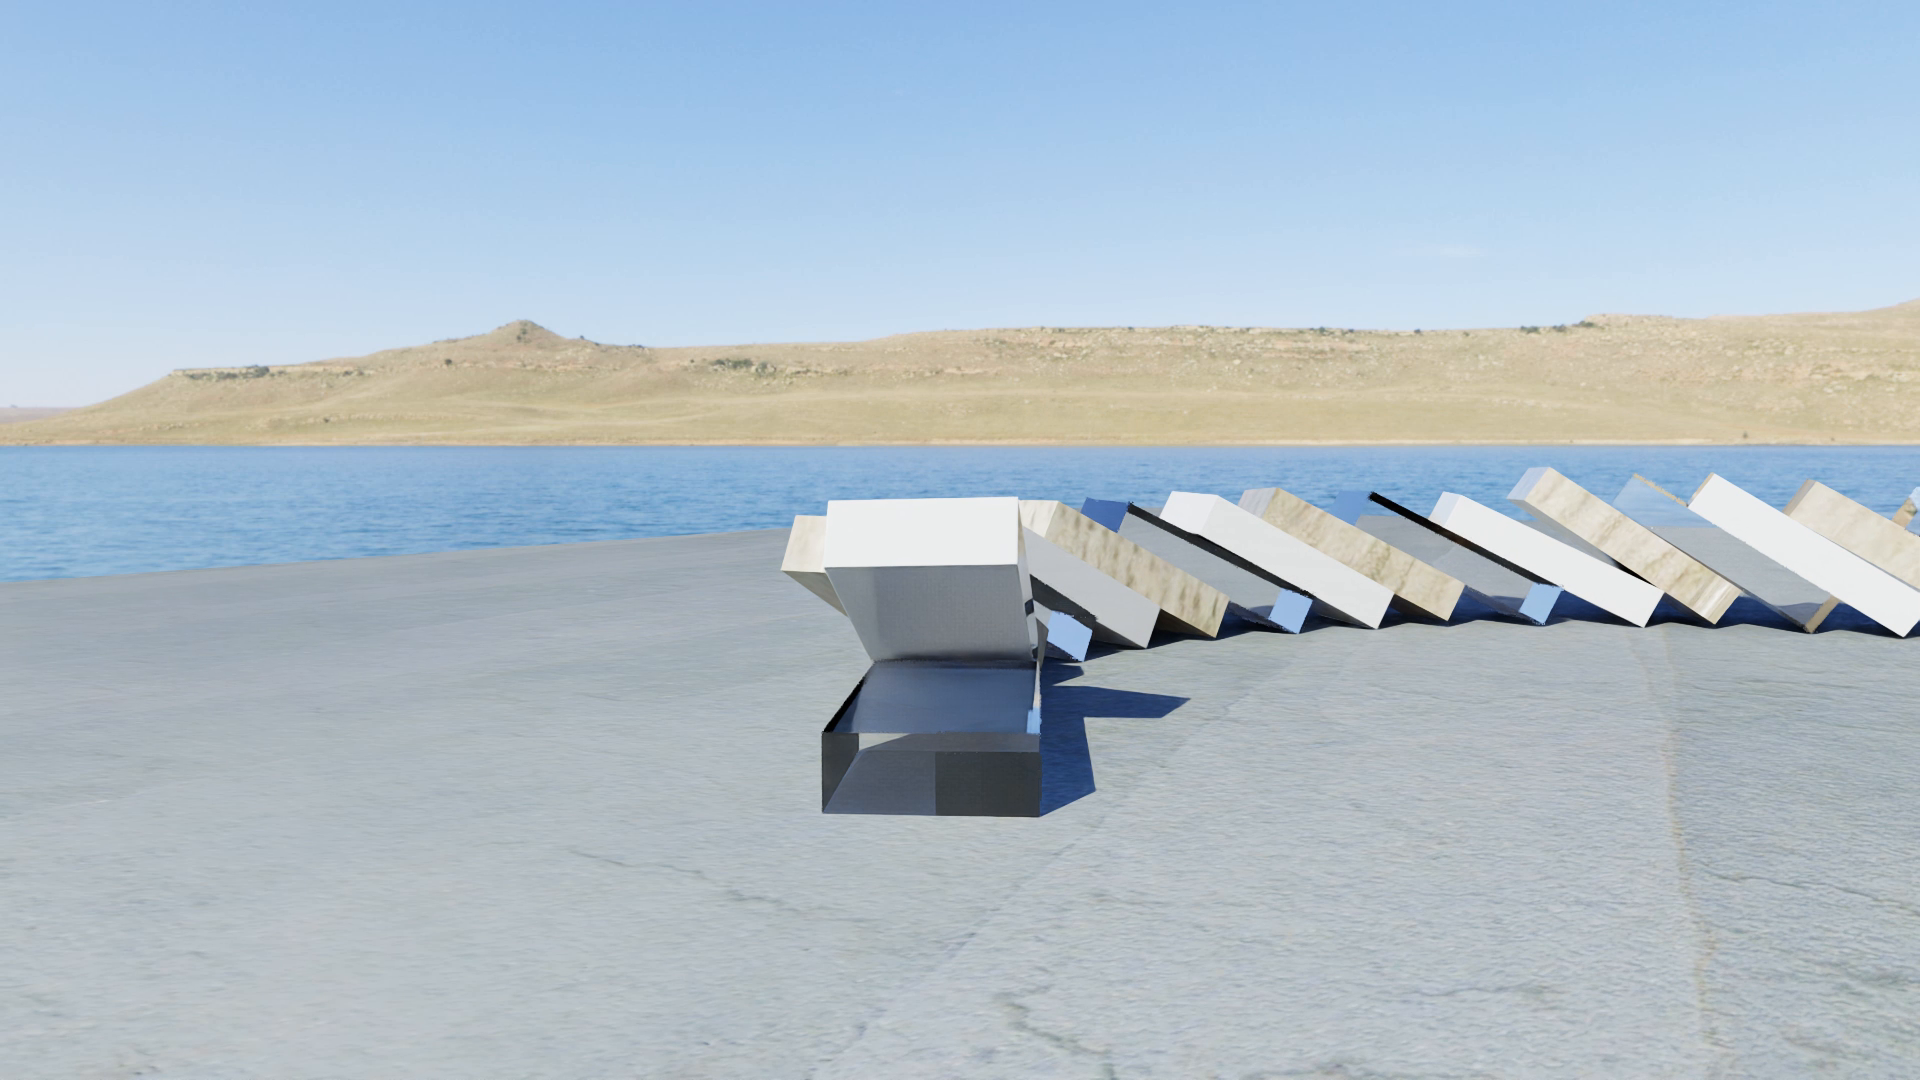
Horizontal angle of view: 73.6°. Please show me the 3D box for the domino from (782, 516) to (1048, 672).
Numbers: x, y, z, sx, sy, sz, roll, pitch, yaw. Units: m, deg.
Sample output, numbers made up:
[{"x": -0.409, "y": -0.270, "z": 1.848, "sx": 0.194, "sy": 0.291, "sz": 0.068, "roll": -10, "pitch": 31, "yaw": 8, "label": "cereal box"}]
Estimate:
[{"x": -0.006, "y": 0.011, "z": 0.219, "sx": 0.025, "sy": 0.009, "sz": 0.050, "roll": 2, "pitch": -22, "yaw": 27, "label": "domino"}]

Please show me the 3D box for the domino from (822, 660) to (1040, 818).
[{"x": -0.002, "y": 0.025, "z": 0.172, "sx": 0.025, "sy": 0.009, "sz": 0.050, "roll": 0, "pitch": 4, "yaw": 3, "label": "domino"}]

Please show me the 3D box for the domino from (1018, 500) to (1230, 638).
[{"x": 0.031, "y": 0.006, "z": 0.277, "sx": 0.050, "sy": 0.009, "sz": 0.025, "roll": 27, "pitch": -11, "yaw": -28, "label": "domino"}]

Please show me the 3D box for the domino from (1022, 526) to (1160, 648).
[{"x": 0.015, "y": 0.007, "z": 0.263, "sx": 0.050, "sy": 0.009, "sz": 0.025, "roll": 29, "pitch": -14, "yaw": -34, "label": "domino"}]

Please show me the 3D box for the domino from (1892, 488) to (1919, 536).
[{"x": 0.231, "y": 0.006, "z": 0.276, "sx": 0.050, "sy": 0.009, "sz": 0.025, "roll": 34, "pitch": 19, "yaw": 23, "label": "domino"}]

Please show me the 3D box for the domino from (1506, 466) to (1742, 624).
[{"x": 0.159, "y": 0.001, "z": 0.310, "sx": 0.050, "sy": 0.009, "sz": 0.025, "roll": 36, "pitch": 10, "yaw": 10, "label": "domino"}]

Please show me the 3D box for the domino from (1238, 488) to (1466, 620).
[{"x": 0.092, "y": 0.003, "z": 0.308, "sx": 0.050, "sy": 0.009, "sz": 0.025, "roll": 27, "pitch": -1, "yaw": -4, "label": "domino"}]

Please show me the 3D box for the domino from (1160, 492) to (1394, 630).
[{"x": 0.073, "y": 0.004, "z": 0.300, "sx": 0.050, "sy": 0.009, "sz": 0.025, "roll": 27, "pitch": -2, "yaw": -14, "label": "domino"}]

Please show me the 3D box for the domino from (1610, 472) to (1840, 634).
[{"x": 0.181, "y": 0.002, "z": 0.306, "sx": 0.050, "sy": 0.009, "sz": 0.025, "roll": 38, "pitch": 20, "yaw": 21, "label": "domino"}]

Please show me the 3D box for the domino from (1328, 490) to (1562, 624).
[{"x": 0.116, "y": 0.004, "z": 0.310, "sx": 0.050, "sy": 0.009, "sz": 0.025, "roll": 27, "pitch": 2, "yaw": -1, "label": "domino"}]

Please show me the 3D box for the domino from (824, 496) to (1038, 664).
[{"x": -0.002, "y": 0.009, "z": 0.188, "sx": 0.025, "sy": 0.010, "sz": 0.050, "roll": -1, "pitch": -25, "yaw": 6, "label": "domino"}]

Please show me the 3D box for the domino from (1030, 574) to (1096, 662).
[{"x": 0.001, "y": 0.009, "z": 0.244, "sx": 0.025, "sy": 0.009, "sz": 0.050, "roll": 4, "pitch": -20, "yaw": 44, "label": "domino"}]

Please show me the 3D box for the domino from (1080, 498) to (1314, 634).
[{"x": 0.053, "y": 0.006, "z": 0.293, "sx": 0.050, "sy": 0.009, "sz": 0.025, "roll": 25, "pitch": -3, "yaw": -17, "label": "domino"}]

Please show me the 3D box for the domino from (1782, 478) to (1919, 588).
[{"x": 0.213, "y": 0.004, "z": 0.288, "sx": 0.050, "sy": 0.009, "sz": 0.025, "roll": 37, "pitch": 20, "yaw": 22, "label": "domino"}]

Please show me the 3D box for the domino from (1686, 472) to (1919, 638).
[{"x": 0.195, "y": 0.002, "z": 0.298, "sx": 0.050, "sy": 0.009, "sz": 0.025, "roll": 38, "pitch": 20, "yaw": 21, "label": "domino"}]

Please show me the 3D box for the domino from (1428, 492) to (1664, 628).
[{"x": 0.141, "y": 0.004, "z": 0.312, "sx": 0.050, "sy": 0.010, "sz": 0.025, "roll": 27, "pitch": 9, "yaw": 8, "label": "domino"}]
